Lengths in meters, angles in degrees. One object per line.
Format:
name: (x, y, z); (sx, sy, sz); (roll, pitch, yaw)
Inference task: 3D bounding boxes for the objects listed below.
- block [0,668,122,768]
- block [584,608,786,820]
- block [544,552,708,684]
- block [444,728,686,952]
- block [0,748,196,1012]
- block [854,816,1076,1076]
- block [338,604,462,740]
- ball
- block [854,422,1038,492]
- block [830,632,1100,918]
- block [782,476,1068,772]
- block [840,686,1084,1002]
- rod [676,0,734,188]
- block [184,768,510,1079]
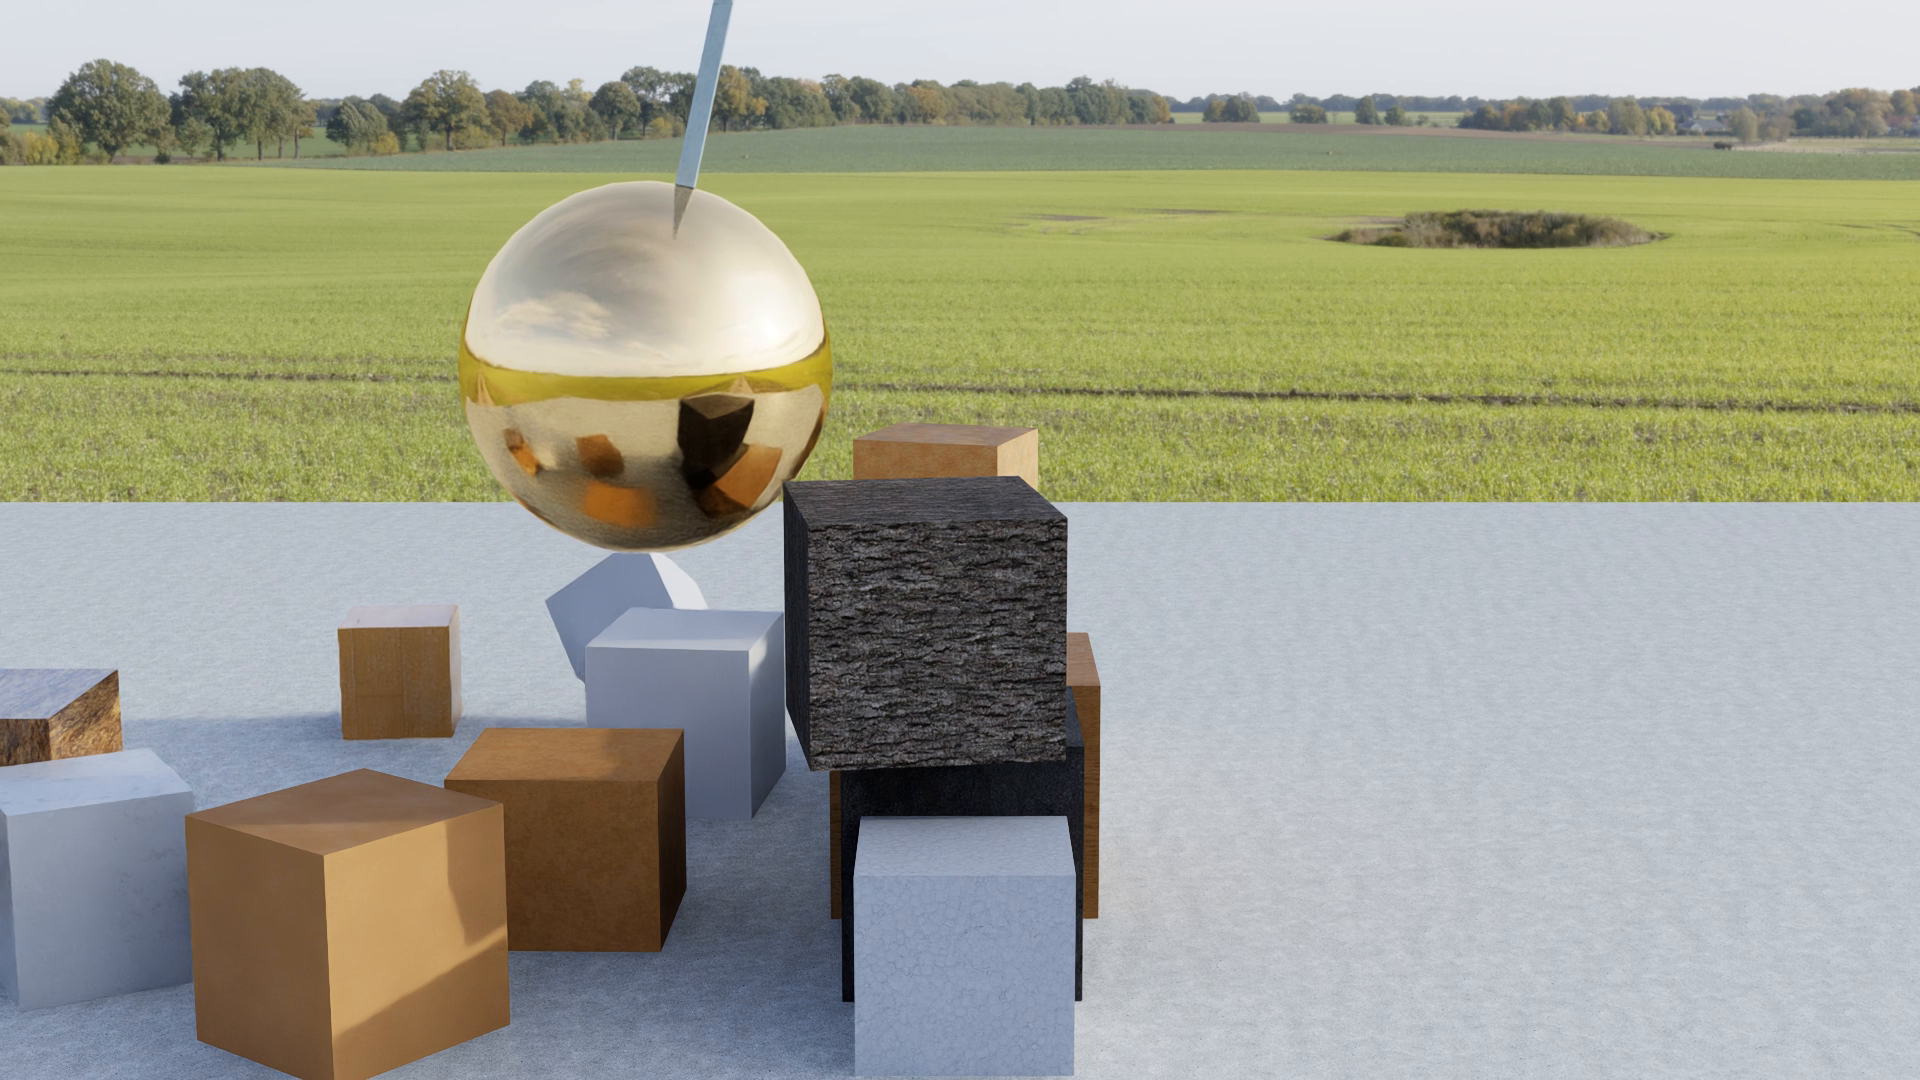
block: (-4.161, 1.094, 11.031); (0.849, 0.900, 0.896); (0, 10, 0)
block: (-1.336, 0.839, 12.648); (0.794, 0.824, 0.904); (1, 10, 7)
block: (-1.747, 0.486, 13.943); (0.646, 0.612, 0.570); (-34, 53, 6)
block: (-1.630, 1.240, 10.742); (0.857, 0.716, 0.829); (0, 10, 1)
block: (-3.446, 1.323, 10.131); (0.692, 0.772, 0.735); (-6, 12, -30)
block: (0.015, 1.472, 9.399); (0.777, 0.740, 0.731); (0, 10, 0)
block: (-3.035, 0.712, 13.950); (0.579, 0.607, 0.566); (-1, 10, -5)
ball: (-1.347, -0.740, 11.046); (1.600, 1.600, 1.600); (0, 10, 0)
block: (-0.065, -0.223, 12.778); (0.739, 0.619, 0.676); (3, 11, 18)
block: (0.018, 1.007, 11.215); (1.126, 1.007, 1.033); (0, 10, 0)
block: (-0.154, 0.292, 9.787); (0.945, 0.908, 0.987); (-2, 11, -9)
block: (0.005, 1.187, 10.220); (0.920, 1.007, 0.968); (0, 10, 0)
rod: (-0.584, -4.000, 10.453); (0.080, 5.200, 0.080); (13, 10, -2)
block: (-2.245, 1.405, 9.444); (0.791, 0.857, 0.817); (8, 13, 37)
